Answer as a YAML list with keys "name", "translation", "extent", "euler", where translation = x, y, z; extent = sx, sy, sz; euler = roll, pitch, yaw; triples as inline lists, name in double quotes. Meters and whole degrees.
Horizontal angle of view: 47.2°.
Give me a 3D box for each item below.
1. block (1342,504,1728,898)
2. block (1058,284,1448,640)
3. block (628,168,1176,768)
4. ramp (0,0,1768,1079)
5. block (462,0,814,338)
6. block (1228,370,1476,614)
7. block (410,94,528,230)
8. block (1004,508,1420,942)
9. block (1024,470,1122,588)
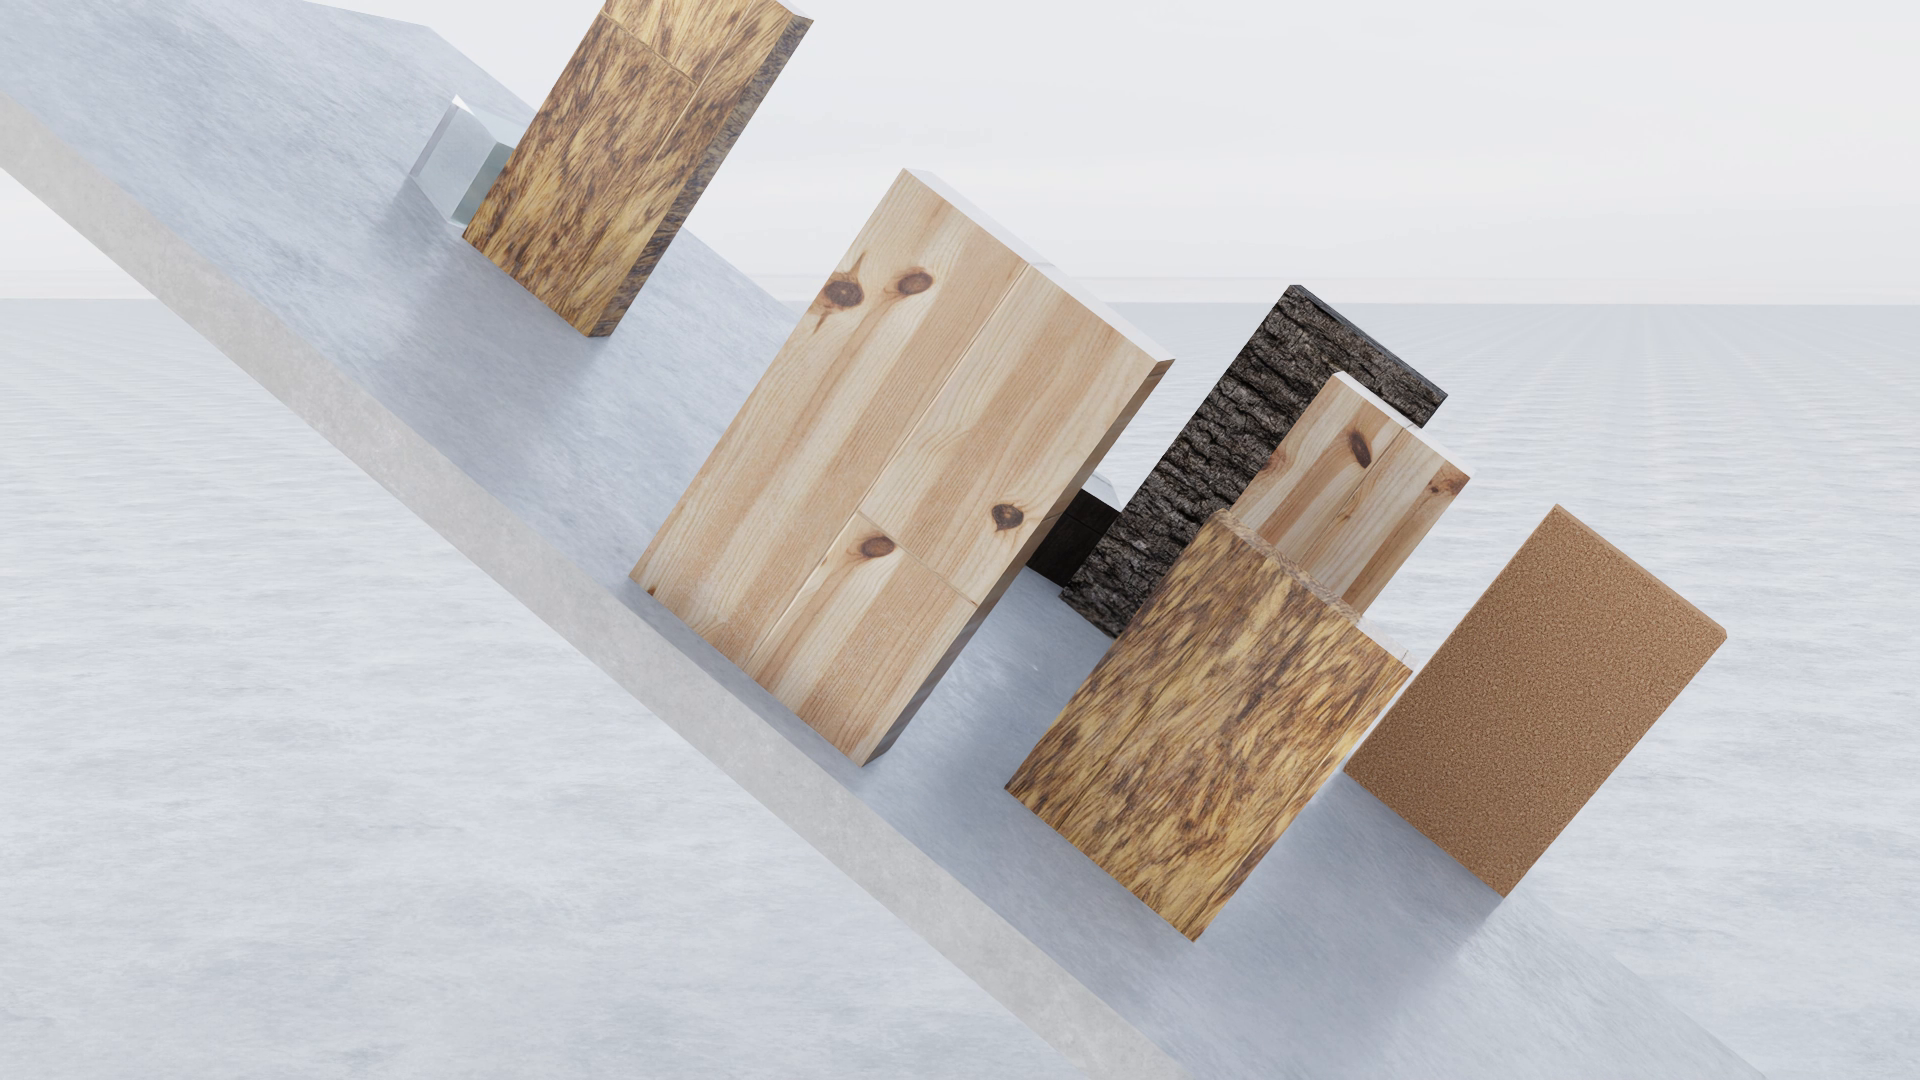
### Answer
- name: "block"
  translation: [1.199, 0.338, 4.619]
  extent: [0.427, 0.714, 0.109]
  euler: [38, 16, 10]
- name: "block"
  translation: [0.585, -0.086, 4.430]
  extent: [0.368, 0.786, 0.143]
  euler: [38, 16, 10]
- name: "block"
  translation: [-0.092, -0.101, 3.161]
  extent: [0.448, 0.728, 0.126]
  euler: [38, 16, 10]
- name: "ramp"
  translation: [-0.069, 0.133, 4.072]
  extent: [4.000, 0.100, 2.000]
  euler: [38, 16, 10]
- name: "block"
  translation: [-0.597, -0.752, 4.037]
  extent: [0.315, 0.706, 0.099]
  euler: [38, 16, 10]
- name: "block"
  translation: [0.582, 0.084, 4.005]
  extent: [0.299, 0.746, 0.146]
  euler: [38, 16, 10]
- name: "block"
  translation: [-0.904, -0.706, 4.231]
  extent: [0.184, 0.184, 0.184]
  euler: [17, 24, -50]
- name: "block"
  translation: [0.382, 0.284, 3.377]
  extent: [0.376, 0.544, 0.105]
  euler: [38, 16, 10]
- name: "block"
  translation: [0.191, -0.061, 4.618]
  extent: [0.202, 0.202, 0.202]
  euler: [31, 16, -16]
